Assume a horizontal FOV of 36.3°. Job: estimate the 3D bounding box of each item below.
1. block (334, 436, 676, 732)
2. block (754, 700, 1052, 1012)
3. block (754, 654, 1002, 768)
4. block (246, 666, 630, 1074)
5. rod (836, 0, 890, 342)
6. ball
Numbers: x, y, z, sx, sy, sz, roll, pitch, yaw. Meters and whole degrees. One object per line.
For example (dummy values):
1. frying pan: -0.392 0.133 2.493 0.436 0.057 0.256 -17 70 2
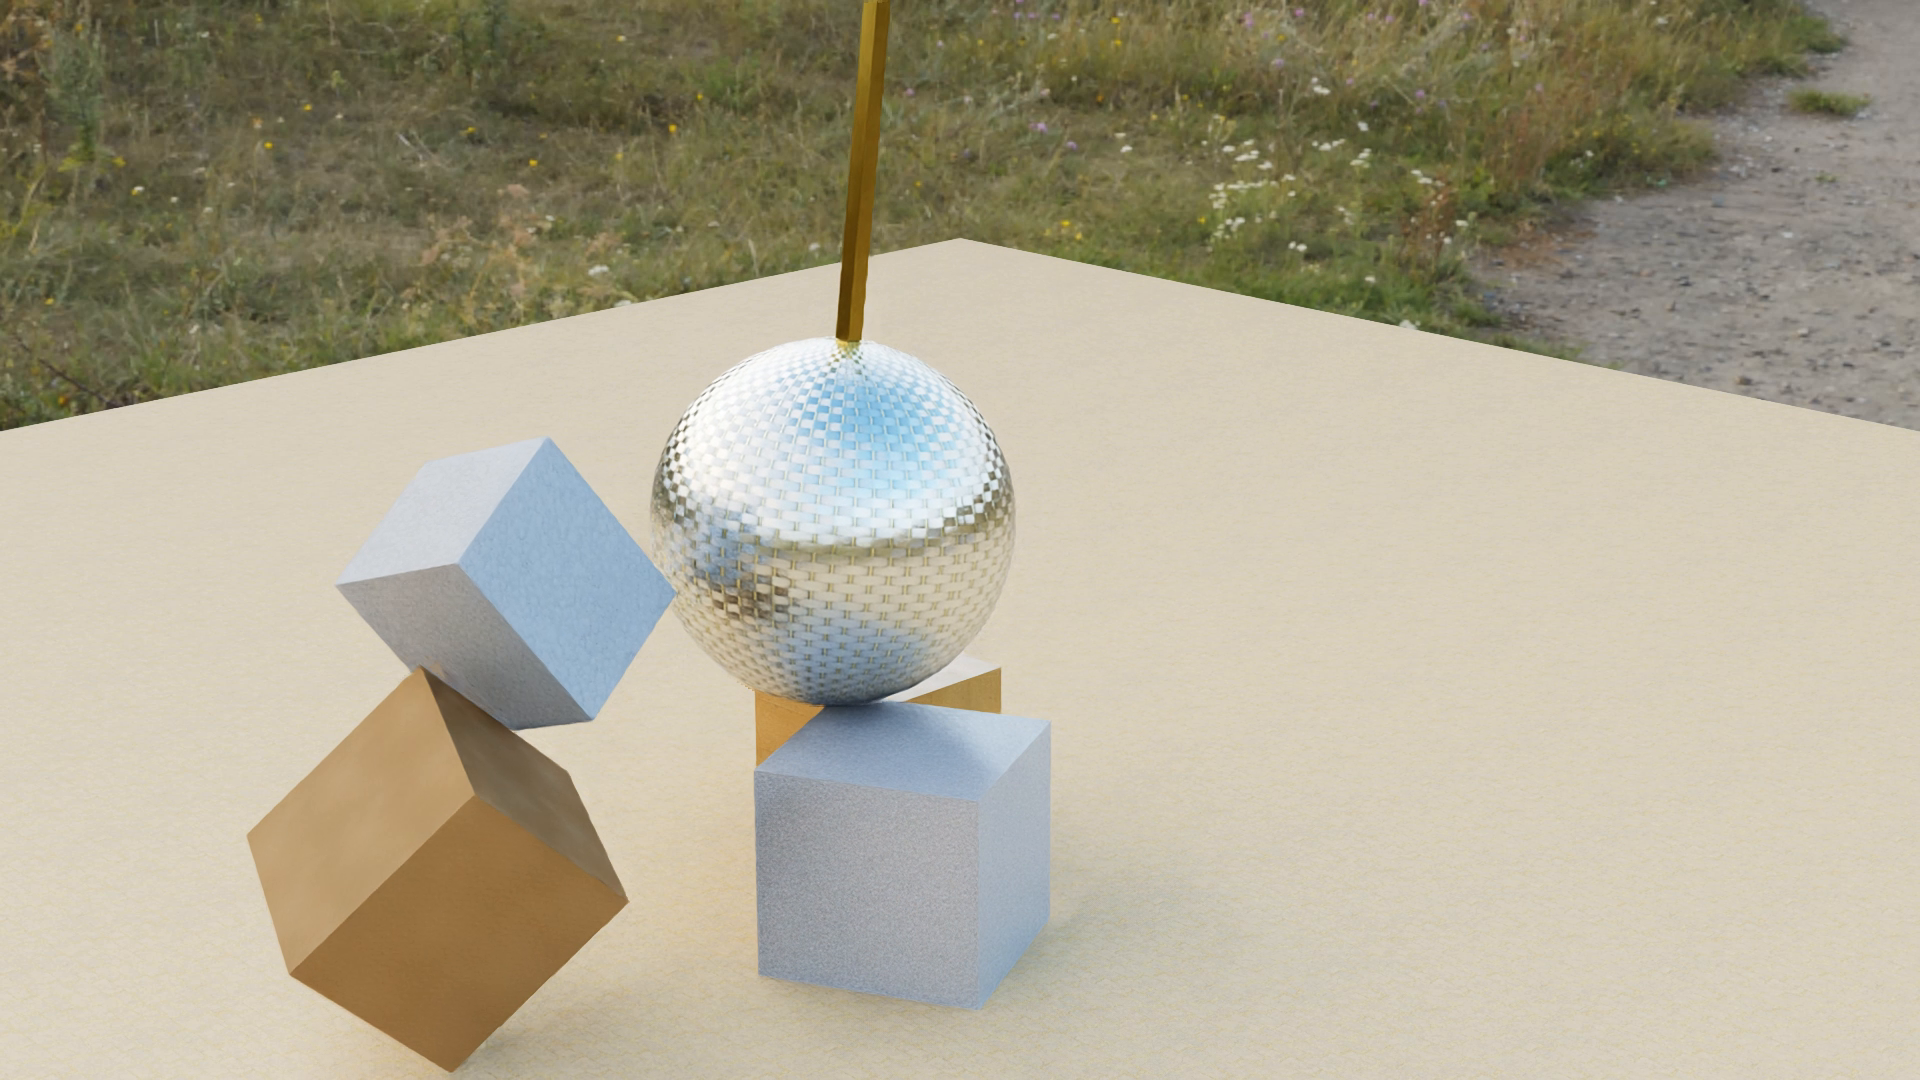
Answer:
1. block: -1.850 0.200 11.990 0.779 0.902 0.728 -9 39 41
2. block: -0.230 1.318 12.583 0.989 0.941 0.962 6 18 19
3. block: -0.391 0.959 14.038 0.854 0.753 0.808 17 24 42
4. block: -2.088 1.306 11.676 1.001 0.879 0.931 -44 37 5
5. rod: -0.239 -3.390 12.026 0.080 5.200 0.080 17 16 42
6. ball: -0.552 -0.080 12.738 1.600 1.600 1.600 0 17 0
